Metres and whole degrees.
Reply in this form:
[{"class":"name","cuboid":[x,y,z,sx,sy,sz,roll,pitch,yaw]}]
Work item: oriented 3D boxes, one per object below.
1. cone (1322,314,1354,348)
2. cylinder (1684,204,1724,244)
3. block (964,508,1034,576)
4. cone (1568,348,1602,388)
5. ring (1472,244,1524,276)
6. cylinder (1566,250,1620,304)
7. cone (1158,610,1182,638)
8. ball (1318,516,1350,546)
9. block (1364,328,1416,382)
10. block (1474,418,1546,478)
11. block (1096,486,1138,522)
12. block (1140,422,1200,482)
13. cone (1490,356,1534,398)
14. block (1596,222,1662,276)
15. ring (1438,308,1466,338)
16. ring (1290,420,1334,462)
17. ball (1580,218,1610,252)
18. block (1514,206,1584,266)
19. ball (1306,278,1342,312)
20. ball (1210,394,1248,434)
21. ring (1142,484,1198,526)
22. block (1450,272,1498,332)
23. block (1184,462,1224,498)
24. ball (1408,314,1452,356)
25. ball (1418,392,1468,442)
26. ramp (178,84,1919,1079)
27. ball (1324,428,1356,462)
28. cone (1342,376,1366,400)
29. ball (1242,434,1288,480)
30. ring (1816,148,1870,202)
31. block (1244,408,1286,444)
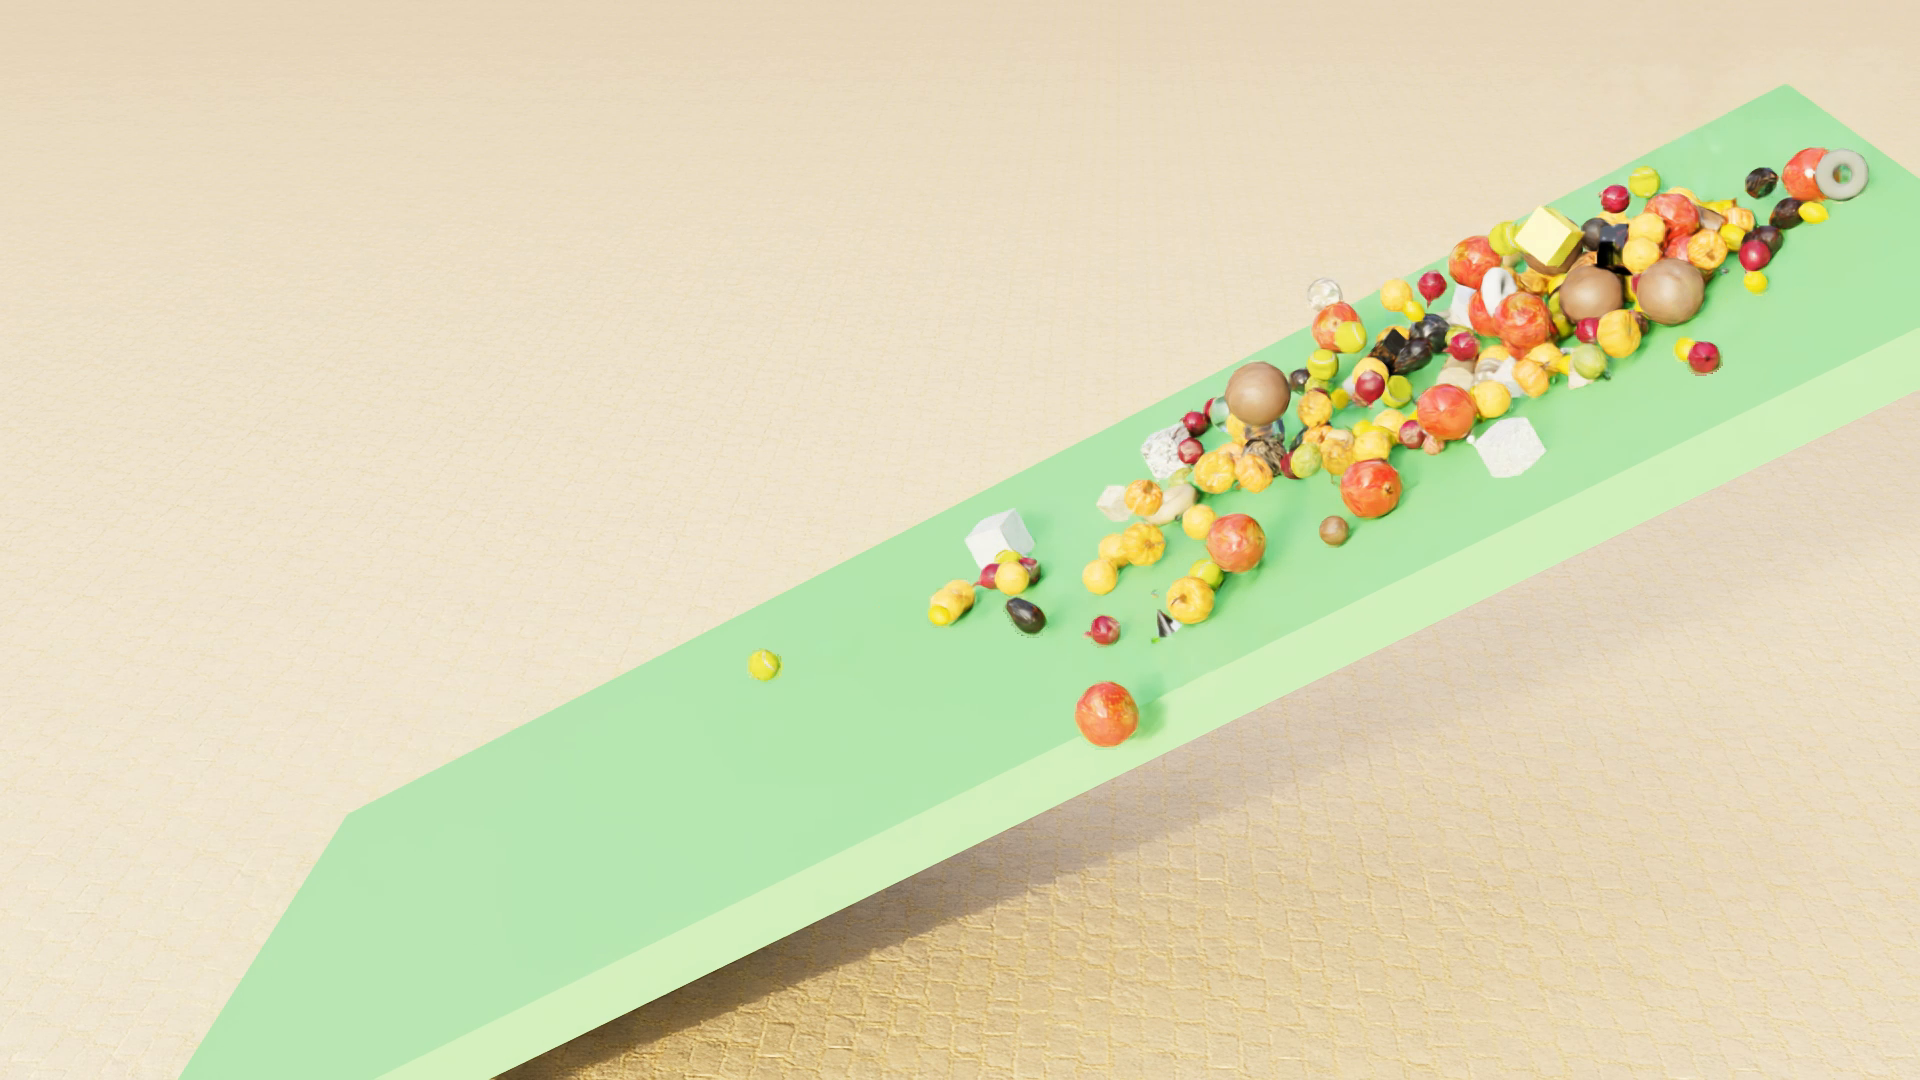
[{"class":"cone","cuboid":[0.844,-0.469,6.694,0.080,0.080,0.080,13,20,35]},{"class":"cylinder","cuboid":[1.493,-0.634,5.901,0.062,0.062,0.062,26,23,9]},{"class":"block","cuboid":[0.089,0.005,6.547,0.096,0.096,0.096,-20,17,34]},{"class":"cone","cuboid":[1.181,-0.337,5.619,0.072,0.072,0.072,-24,13,6]},{"class":"ring","cuboid":[1.211,-0.625,6.635,0.127,0.042,0.127,-27,13,7]},{"class":"cylinder","cuboid":[1.302,-0.543,6.048,0.094,0.094,0.094,7,25,22]},{"class":"cone","cuboid":[0.384,0.150,5.551,0.051,0.051,0.051,-28,14,8]},{"class":"ball","cuboid":[0.699,-0.017,5.494,0.058,0.058,0.058,0,18,0]},{"class":"block","cuboid":[0.910,-0.391,6.215,0.066,0.066,0.066,41,49,-3]},{"class":"block","cuboid":[1.004,-0.169,5.371,0.077,0.077,0.077,-40,17,-22]},{"class":"block","cuboid":[0.326,-0.075,6.116,0.052,0.052,0.052,5,57,55]},{"class":"block","cuboid":[0.466,-0.197,6.530,0.083,0.083,0.083,-20,17,33]},{"class":"cone","cuboid":[1.075,-0.335,5.739,0.084,0.084,0.084,-7,53,9]},{"class":"block","cuboid":[1.320,-0.573,5.809,0.083,0.083,0.083,12,-5,-25]},{"class":"ring","cuboid":[1.050,-0.464,6.395,0.122,0.041,0.122,-29,17,10]},{"class":"ring","cuboid":[0.730,-0.207,6.111,0.109,0.036,0.109,-39,16,14]},{"class":"ball","cuboid":[1.302,-0.625,6.019,0.070,0.070,0.070,0,18,0]},{"class":"block","cuboid":[1.138,-0.586,5.679,0.081,0.081,0.081,43,22,21]},{"class":"ball","cuboid":[0.885,-0.595,7.144,0.086,0.086,0.086,0,18,0]},{"class":"ball","cuboid":[0.600,-0.283,6.555,0.088,0.088,0.088,0,18,0]},{"class":"ring","cuboid":[0.445,-0.073,6.226,0.130,0.043,0.130,-29,14,8]},{"class":"block","cuboid":[1.113,-0.510,6.293,0.080,0.080,0.080,-23,33,41]},{"class":"block","cuboid":[0.517,-0.128,6.226,0.051,0.051,0.051,41,1,-15]},{"class":"ball","cuboid":[1.006,-0.440,6.297,0.091,0.091,0.091,0,18,0]},{"class":"ball","cuboid":[0.938,-0.240,5.722,0.096,0.096,0.096,0,18,0]},{"class":"ramp","cuboid":[0.141,0.167,6.282,4.000,0.100,2.000,-27,14,11]},{"class":"ball","cuboid":[0.769,-0.192,5.951,0.066,0.066,0.066,0,18,0]},{"class":"cone","cuboid":[0.853,-0.325,6.332,0.052,0.052,0.052,6,-3,17]},{"class":"ball","cuboid":[0.630,-0.170,6.089,0.095,0.095,0.095,0,18,0]},{"class":"ring","cuboid":[1.738,-0.719,5.794,0.104,0.104,0.035,8,13,24]},{"class":"block","cuboid":[0.641,-0.228,6.190,0.067,0.067,0.067,-4,56,-9]}]
